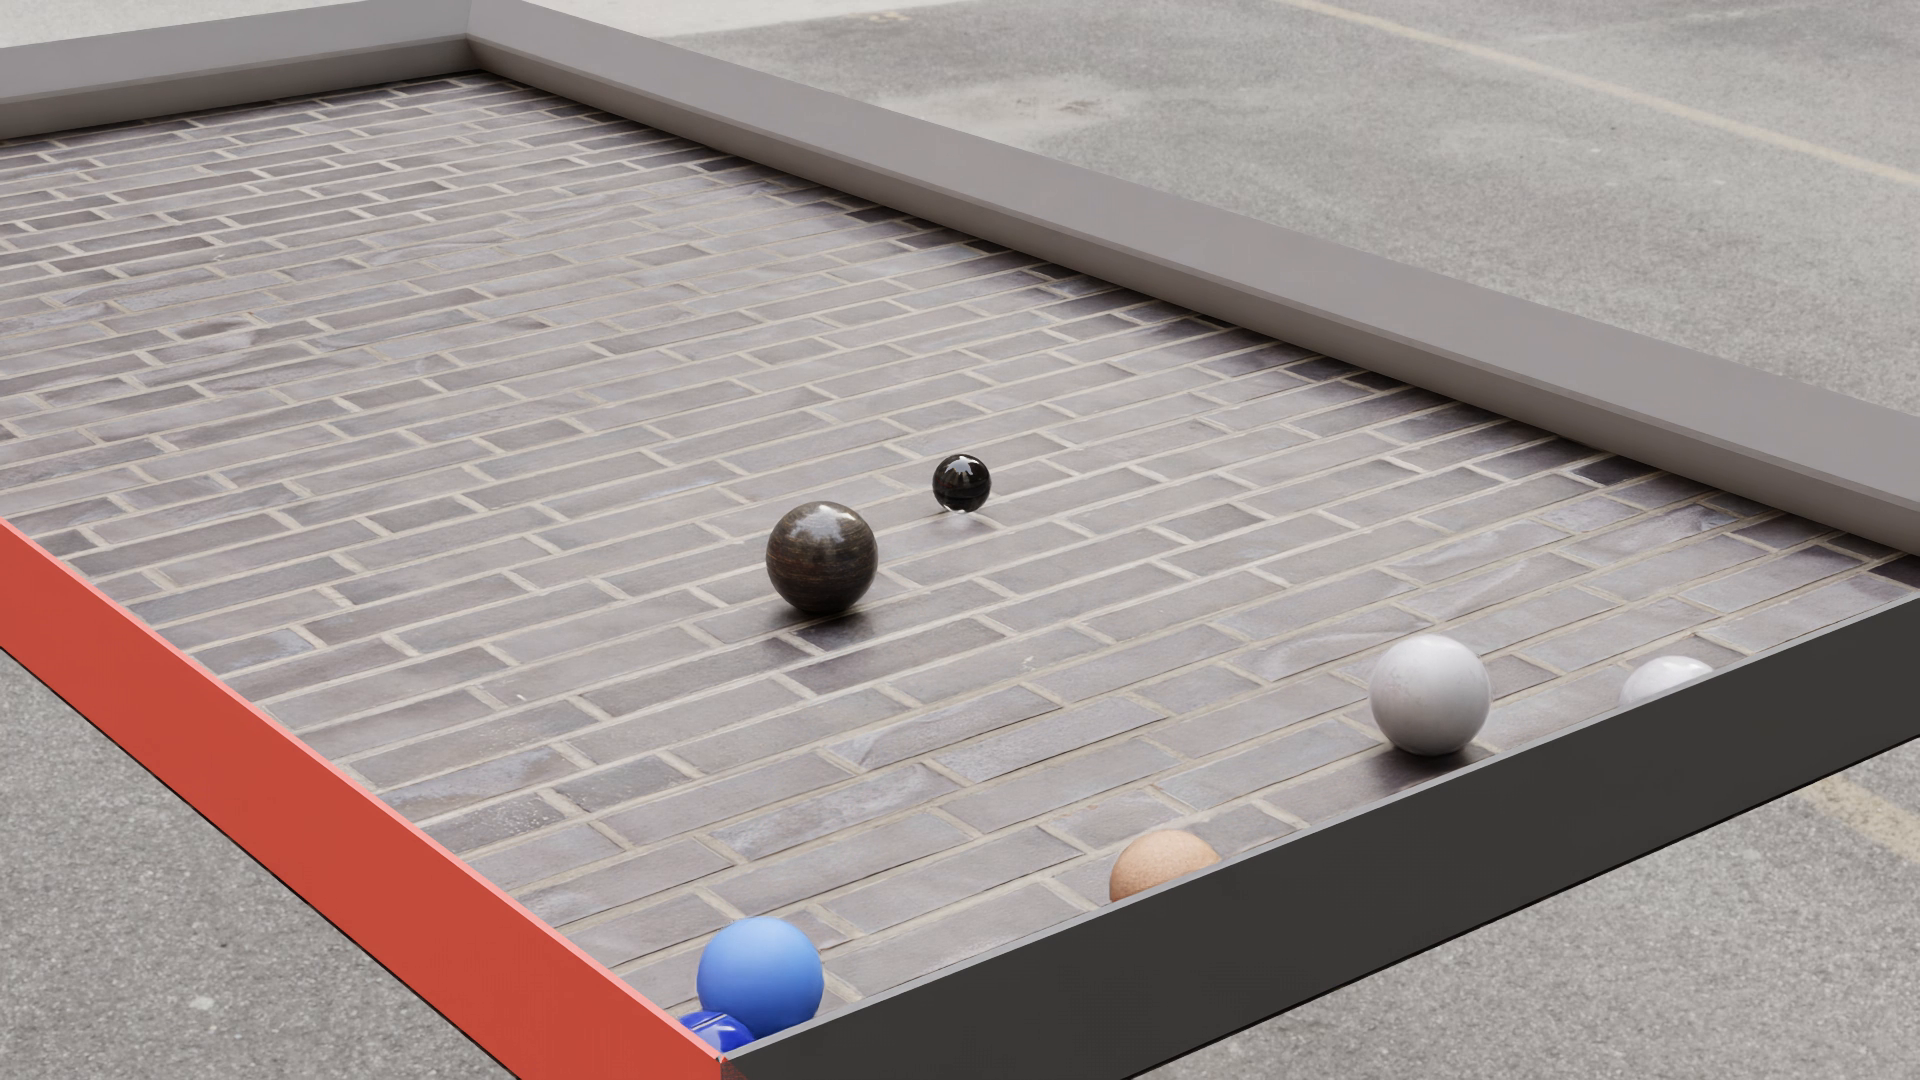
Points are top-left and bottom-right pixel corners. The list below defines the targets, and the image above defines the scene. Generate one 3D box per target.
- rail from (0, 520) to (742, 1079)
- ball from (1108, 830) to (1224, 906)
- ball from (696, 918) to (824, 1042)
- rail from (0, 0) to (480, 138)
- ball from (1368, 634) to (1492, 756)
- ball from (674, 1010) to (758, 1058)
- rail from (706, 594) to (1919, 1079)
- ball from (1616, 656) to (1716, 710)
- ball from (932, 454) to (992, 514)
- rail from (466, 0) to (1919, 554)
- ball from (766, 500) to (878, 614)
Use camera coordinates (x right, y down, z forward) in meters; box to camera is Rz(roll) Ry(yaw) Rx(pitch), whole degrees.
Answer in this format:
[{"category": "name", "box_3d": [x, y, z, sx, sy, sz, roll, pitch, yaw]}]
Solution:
[{"category": "rail", "box_3d": [-0.979, -0.070, 2.663, 0.045, 0.124, 2.822, -16, 26, -35]}, {"category": "ball", "box_3d": [0.139, 0.232, 1.951, 0.080, 0.080, 0.080, 0, 21, 0]}, {"category": "ball", "box_3d": [-0.125, 0.276, 1.839, 0.080, 0.080, 0.080, 0, 21, 0]}, {"category": "rail", "box_3d": [-1.287, -0.620, 4.079, 1.429, 0.124, 0.045, -16, 26, -35]}, {"category": "ball", "box_3d": [0.356, 0.118, 2.229, 0.092, 0.092, 0.092, 0, 21, 0]}, {"category": "ball", "box_3d": [-0.151, 0.315, 1.755, 0.068, 0.068, 0.068, 0, 21, 0]}, {"category": "rail", "box_3d": [0.419, 0.173, 2.040, 1.429, 0.124, 0.045, -16, 26, -35]}, {"category": "ball", "box_3d": [0.536, 0.130, 2.206, 0.086, 0.086, 0.086, 0, 21, 0]}, {"category": "ball", "box_3d": [0.002, -0.052, 2.716, 0.055, 0.055, 0.055, 0, 21, 0]}, {"category": "rail", "box_3d": [0.111, -0.377, 3.455, 0.045, 0.124, 2.822, -16, 26, -35]}, {"category": "ball", "box_3d": [-0.117, 0.015, 2.489, 0.096, 0.096, 0.096, 0, 21, 0]}]
